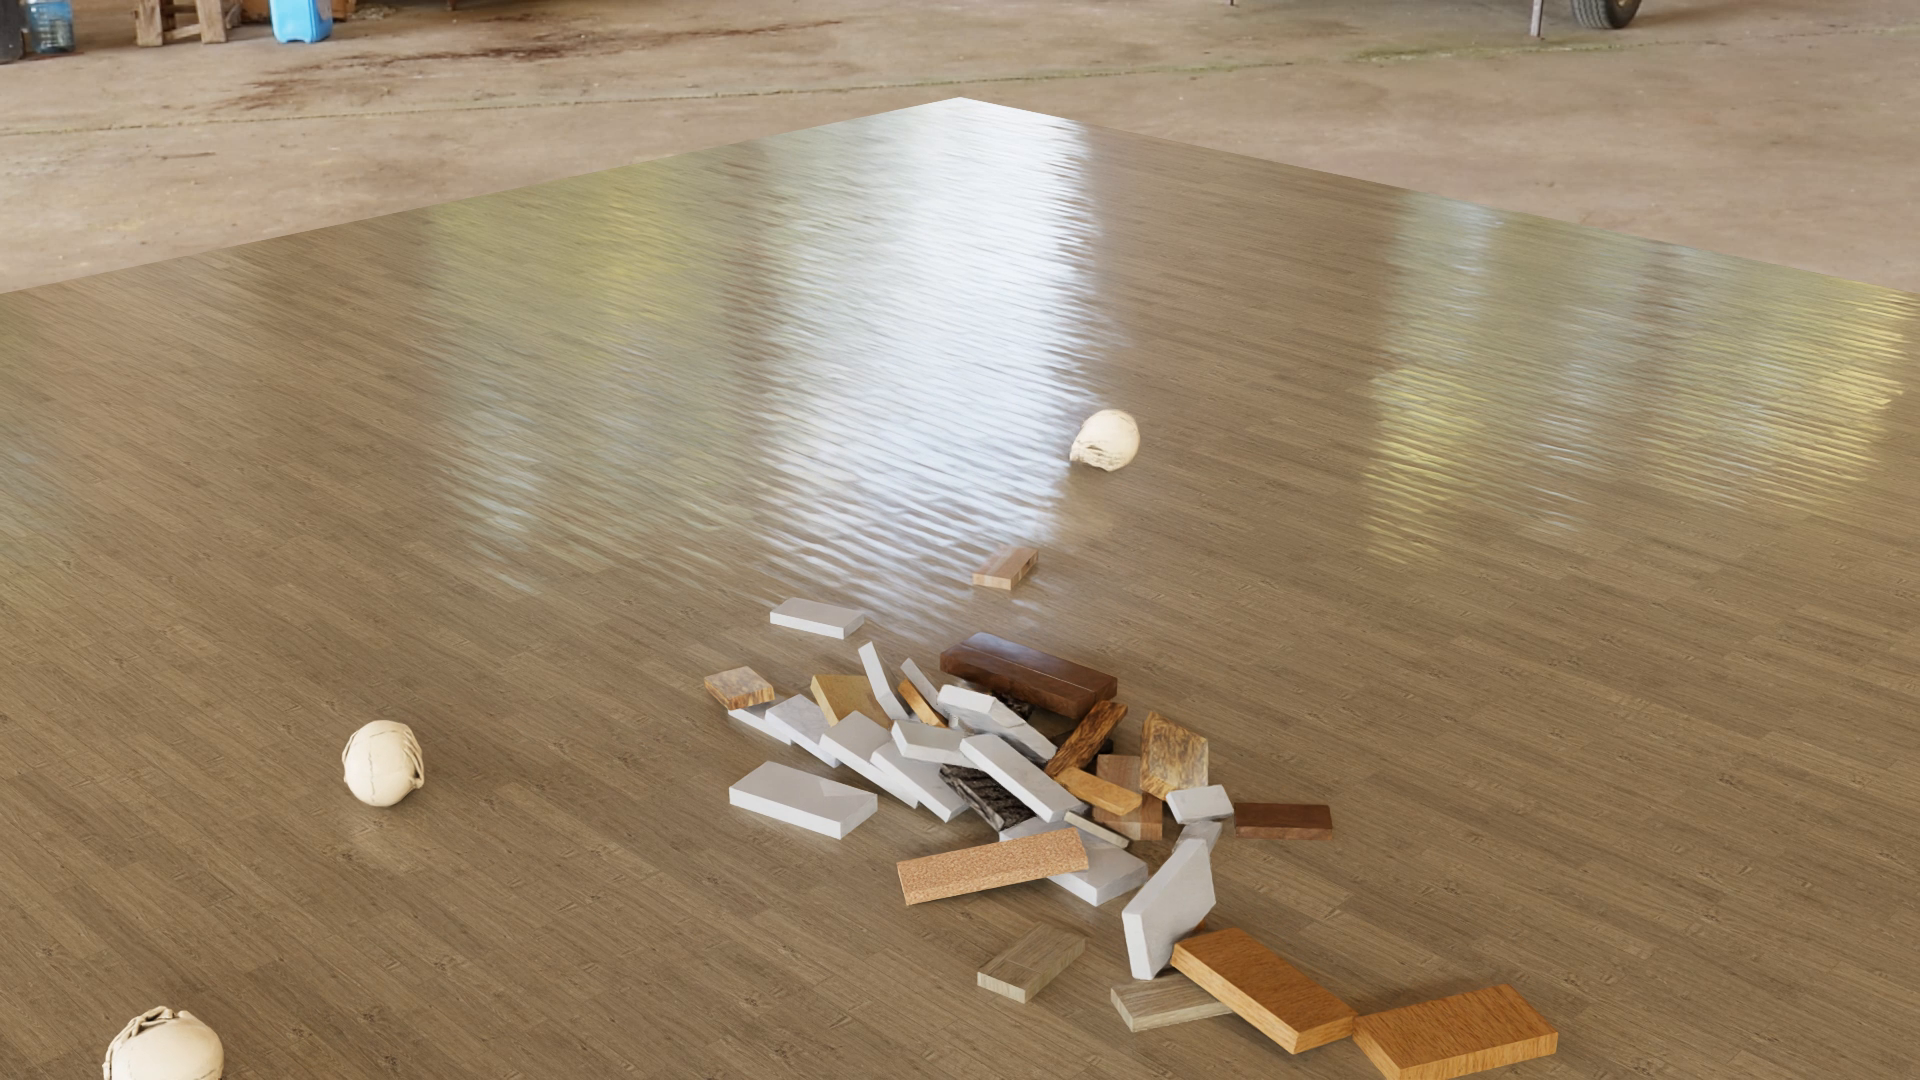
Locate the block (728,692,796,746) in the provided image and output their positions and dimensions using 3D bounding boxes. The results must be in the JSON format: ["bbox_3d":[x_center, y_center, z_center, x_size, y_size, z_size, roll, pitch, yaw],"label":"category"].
[{"bbox_3d":[-0.402,0.385,4.816,0.206,0.029,0.103,21,31,40],"label":"block"}]

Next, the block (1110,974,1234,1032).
[{"bbox_3d":[0.375,0.801,3.837,0.200,0.028,0.100,-7,24,-17],"label":"block"}]

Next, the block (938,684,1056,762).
[{"bbox_3d":[0.078,0.379,4.526,0.133,0.038,0.266,12,-20,38],"label":"block"}]

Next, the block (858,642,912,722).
[{"bbox_3d":[-0.157,0.329,4.826,0.035,0.124,0.248,-32,25,2],"label":"block"}]

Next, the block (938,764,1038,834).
[{"bbox_3d":[0.060,0.516,4.424,0.105,0.030,0.210,2,27,-42],"label":"block"}]

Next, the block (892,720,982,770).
[{"bbox_3d":[-0.028,0.422,4.500,0.210,0.030,0.105,12,19,-21],"label":"block"}]

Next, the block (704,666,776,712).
[{"bbox_3d":[-0.491,0.329,4.884,0.103,0.029,0.206,-14,15,-19],"label":"block"}]

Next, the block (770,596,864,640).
[{"bbox_3d":[-0.343,0.187,5.285,0.202,0.029,0.101,11,25,25],"label":"block"}]

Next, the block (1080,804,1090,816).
[{"bbox_3d":[0.193,0.539,4.467,0.132,0.019,0.066,20,30,39],"label":"block"}]

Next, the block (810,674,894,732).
[{"bbox_3d":[-0.226,0.372,4.737,0.124,0.035,0.247,3,28,-24],"label":"block"}]

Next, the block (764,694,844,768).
[{"bbox_3d":[-0.307,0.407,4.708,0.206,0.029,0.103,31,36,30],"label":"block"}]

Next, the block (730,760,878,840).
[{"bbox_3d":[-0.319,0.527,4.471,0.273,0.038,0.133,13,26,29],"label":"block"}]

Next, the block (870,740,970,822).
[{"bbox_3d":[-0.070,0.483,4.485,0.210,0.030,0.105,36,35,21],"label":"block"}]

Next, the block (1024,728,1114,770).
[{"bbox_3d":[0.223,0.450,4.667,0.190,0.027,0.095,-17,29,-35],"label":"block"}]

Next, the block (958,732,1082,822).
[{"bbox_3d":[0.121,0.476,4.420,0.264,0.027,0.095,36,27,33],"label":"block"}]

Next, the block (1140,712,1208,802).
[{"bbox_3d":[0.444,0.462,4.548,0.137,0.039,0.274,27,23,-6],"label":"block"}]

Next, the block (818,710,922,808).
[{"bbox_3d":[-0.156,0.452,4.552,0.247,0.035,0.124,31,33,19],"label":"block"}]

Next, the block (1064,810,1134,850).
[{"bbox_3d":[0.273,0.569,4.314,0.134,0.019,0.067,24,0,15],"label":"block"}]

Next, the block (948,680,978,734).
[{"bbox_3d":[0.026,0.389,4.719,0.030,0.105,0.211,-41,15,18],"label":"block"}]

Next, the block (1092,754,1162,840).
[{"bbox_3d":[0.344,0.522,4.480,0.137,0.039,0.274,2,23,5],"label":"block"}]

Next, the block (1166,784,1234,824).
[{"bbox_3d":[0.481,0.529,4.399,0.130,0.018,0.065,-4,55,-31],"label":"block"}]

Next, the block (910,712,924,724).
[{"bbox_3d":[-0.069,0.419,4.692,0.018,0.065,0.130,-39,26,4],"label":"block"}]

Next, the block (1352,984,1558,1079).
[{"bbox_3d":[0.838,0.840,3.726,0.303,0.043,0.152,-8,24,-18],"label":"block"}]

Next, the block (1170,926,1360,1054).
[{"bbox_3d":[0.526,0.778,3.818,0.152,0.043,0.303,-6,25,-39],"label":"block"}]

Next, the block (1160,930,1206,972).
[{"bbox_3d":[0.398,0.744,3.984,0.132,0.019,0.066,-10,25,-23],"label":"block"}]

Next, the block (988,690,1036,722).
[{"bbox_3d":[0.126,0.345,4.911,0.101,0.029,0.202,7,24,16],"label":"block"}]

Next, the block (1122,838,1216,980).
[{"bbox_3d":[0.377,0.660,3.952,0.038,0.133,0.266,3,24,33],"label":"block"}]

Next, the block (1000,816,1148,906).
[{"bbox_3d":[0.219,0.614,4.265,0.137,0.039,0.274,-18,29,-37],"label":"block"}]

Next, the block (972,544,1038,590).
[{"bbox_3d":[0.117,0.067,5.566,0.101,0.029,0.202,9,25,20],"label":"block"}]

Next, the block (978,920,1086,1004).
[{"bbox_3d":[0.129,0.755,3.944,0.100,0.028,0.200,15,27,32],"label":"block"}]

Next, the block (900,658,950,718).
[{"bbox_3d":[-0.052,0.340,4.836,0.030,0.105,0.211,-48,31,2],"label":"block"}]

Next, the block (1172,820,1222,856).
[{"bbox_3d":[0.468,0.593,4.339,0.067,0.019,0.134,8,24,19],"label":"block"}]

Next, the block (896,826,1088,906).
[{"bbox_3d":[0.061,0.621,4.196,0.352,0.028,0.100,-10,28,-6],"label":"block"}]

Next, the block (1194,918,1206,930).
[{"bbox_3d":[0.380,0.702,4.055,0.134,0.019,0.067,-10,22,-3],"label":"block"}]

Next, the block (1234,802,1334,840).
[{"bbox_3d":[0.645,0.563,4.399,0.190,0.027,0.095,1,23,3],"label":"block"}]

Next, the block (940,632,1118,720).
[{"bbox_3d":[0.151,0.300,4.925,0.383,0.043,0.152,18,29,35],"label":"block"}]

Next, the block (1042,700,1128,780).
[{"bbox_3d":[0.267,0.427,4.661,0.066,0.019,0.349,10,25,21],"label":"block"}]

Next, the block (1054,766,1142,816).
[{"bbox_3d":[0.276,0.507,4.436,0.174,0.018,0.065,20,30,35],"label":"block"}]

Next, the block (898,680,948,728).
[{"bbox_3d":[-0.057,0.382,4.738,0.030,0.105,0.211,-47,30,2],"label":"block"}]
